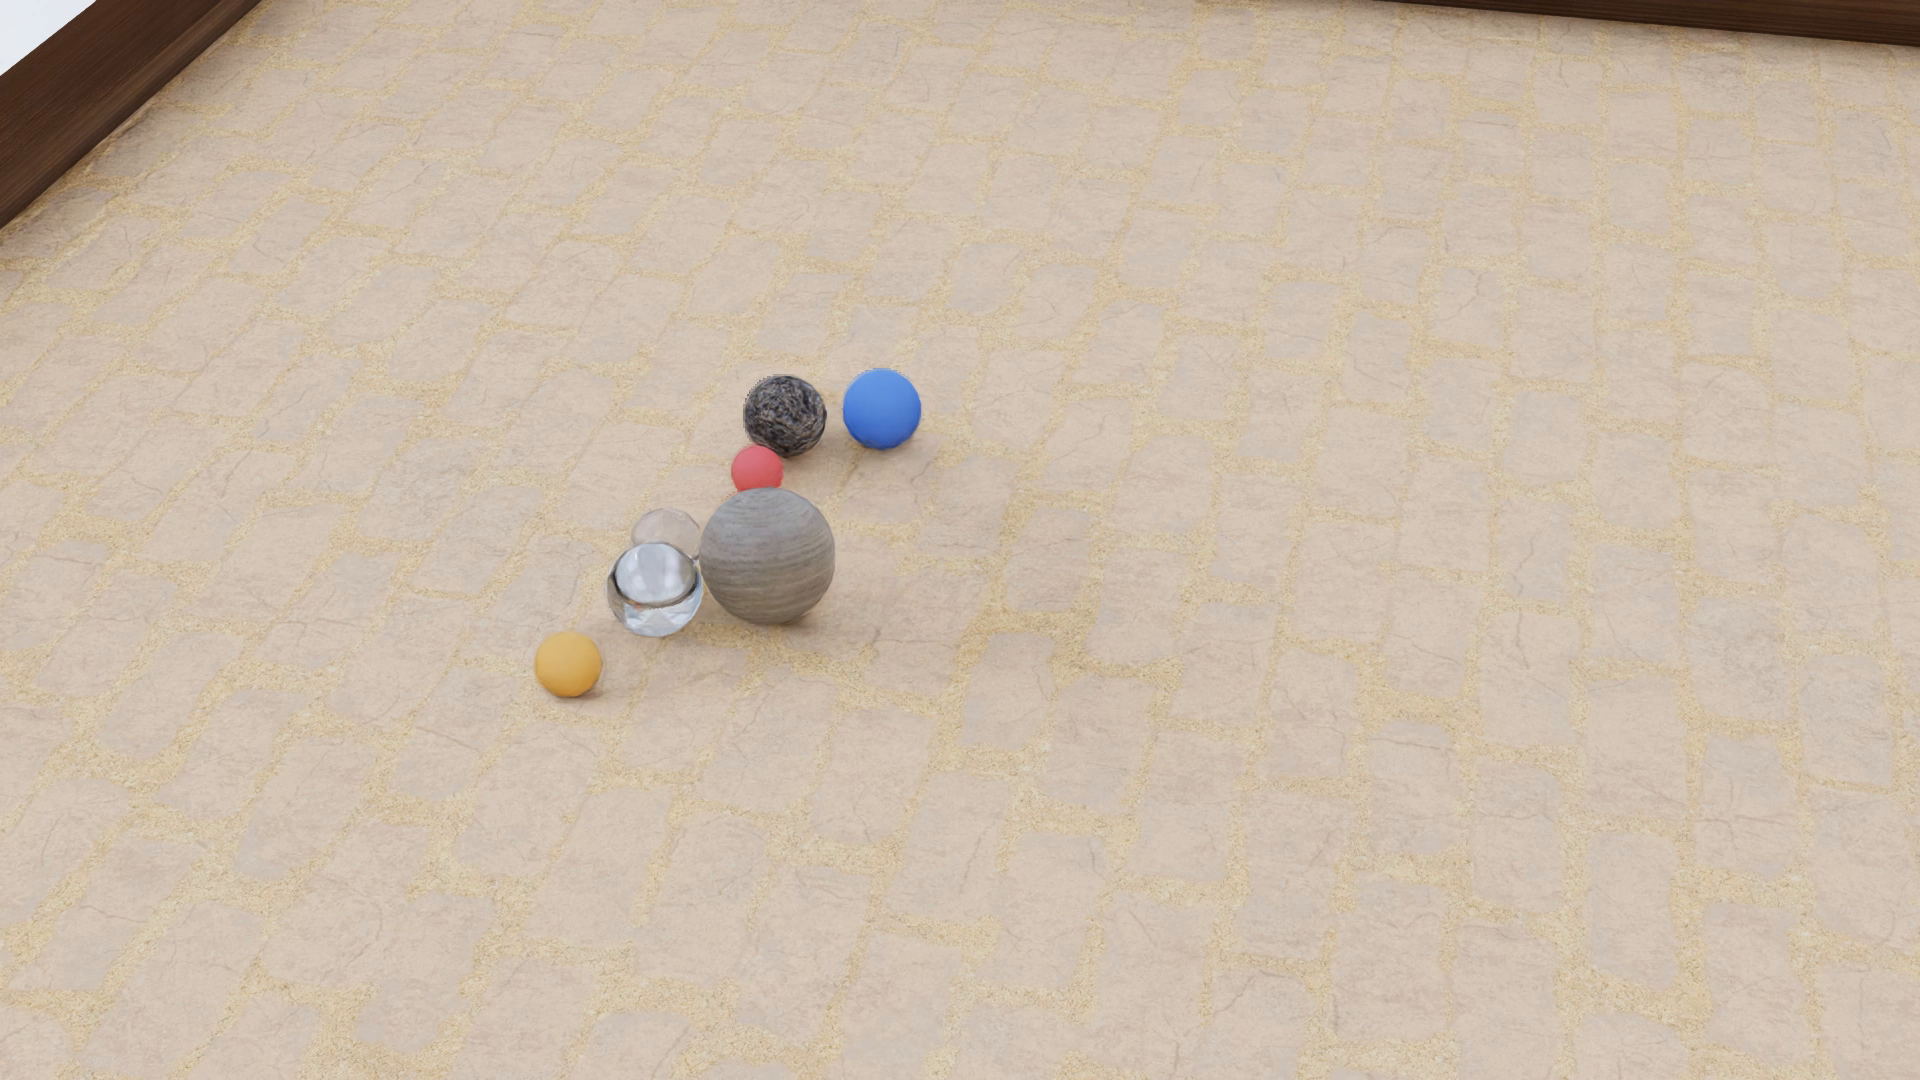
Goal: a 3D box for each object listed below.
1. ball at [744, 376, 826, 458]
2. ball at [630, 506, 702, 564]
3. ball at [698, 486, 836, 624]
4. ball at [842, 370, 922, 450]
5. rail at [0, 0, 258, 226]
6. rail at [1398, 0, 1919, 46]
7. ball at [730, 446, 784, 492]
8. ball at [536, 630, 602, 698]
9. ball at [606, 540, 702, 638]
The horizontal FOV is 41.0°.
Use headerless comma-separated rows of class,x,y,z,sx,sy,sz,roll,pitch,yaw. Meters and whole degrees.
ball,-0.138,-0.098,2.032,0.065,0.065,0.065,0,35,0
ball,-0.217,0.002,1.896,0.054,0.054,0.054,0,35,0
ball,-0.138,0.011,1.844,0.099,0.099,0.099,0,35,0
ball,-0.062,-0.103,2.042,0.063,0.063,0.063,0,35,0
rail,-0.938,-0.147,2.046,0.045,0.128,2.323,7,35,10
rail,1.210,-0.535,2.610,3.940,0.128,0.045,7,35,10
ball,-0.157,-0.053,1.987,0.041,0.041,0.041,0,35,0
ball,-0.272,0.086,1.781,0.046,0.046,0.046,0,35,0
ball,-0.219,0.035,1.835,0.069,0.069,0.069,0,35,0
